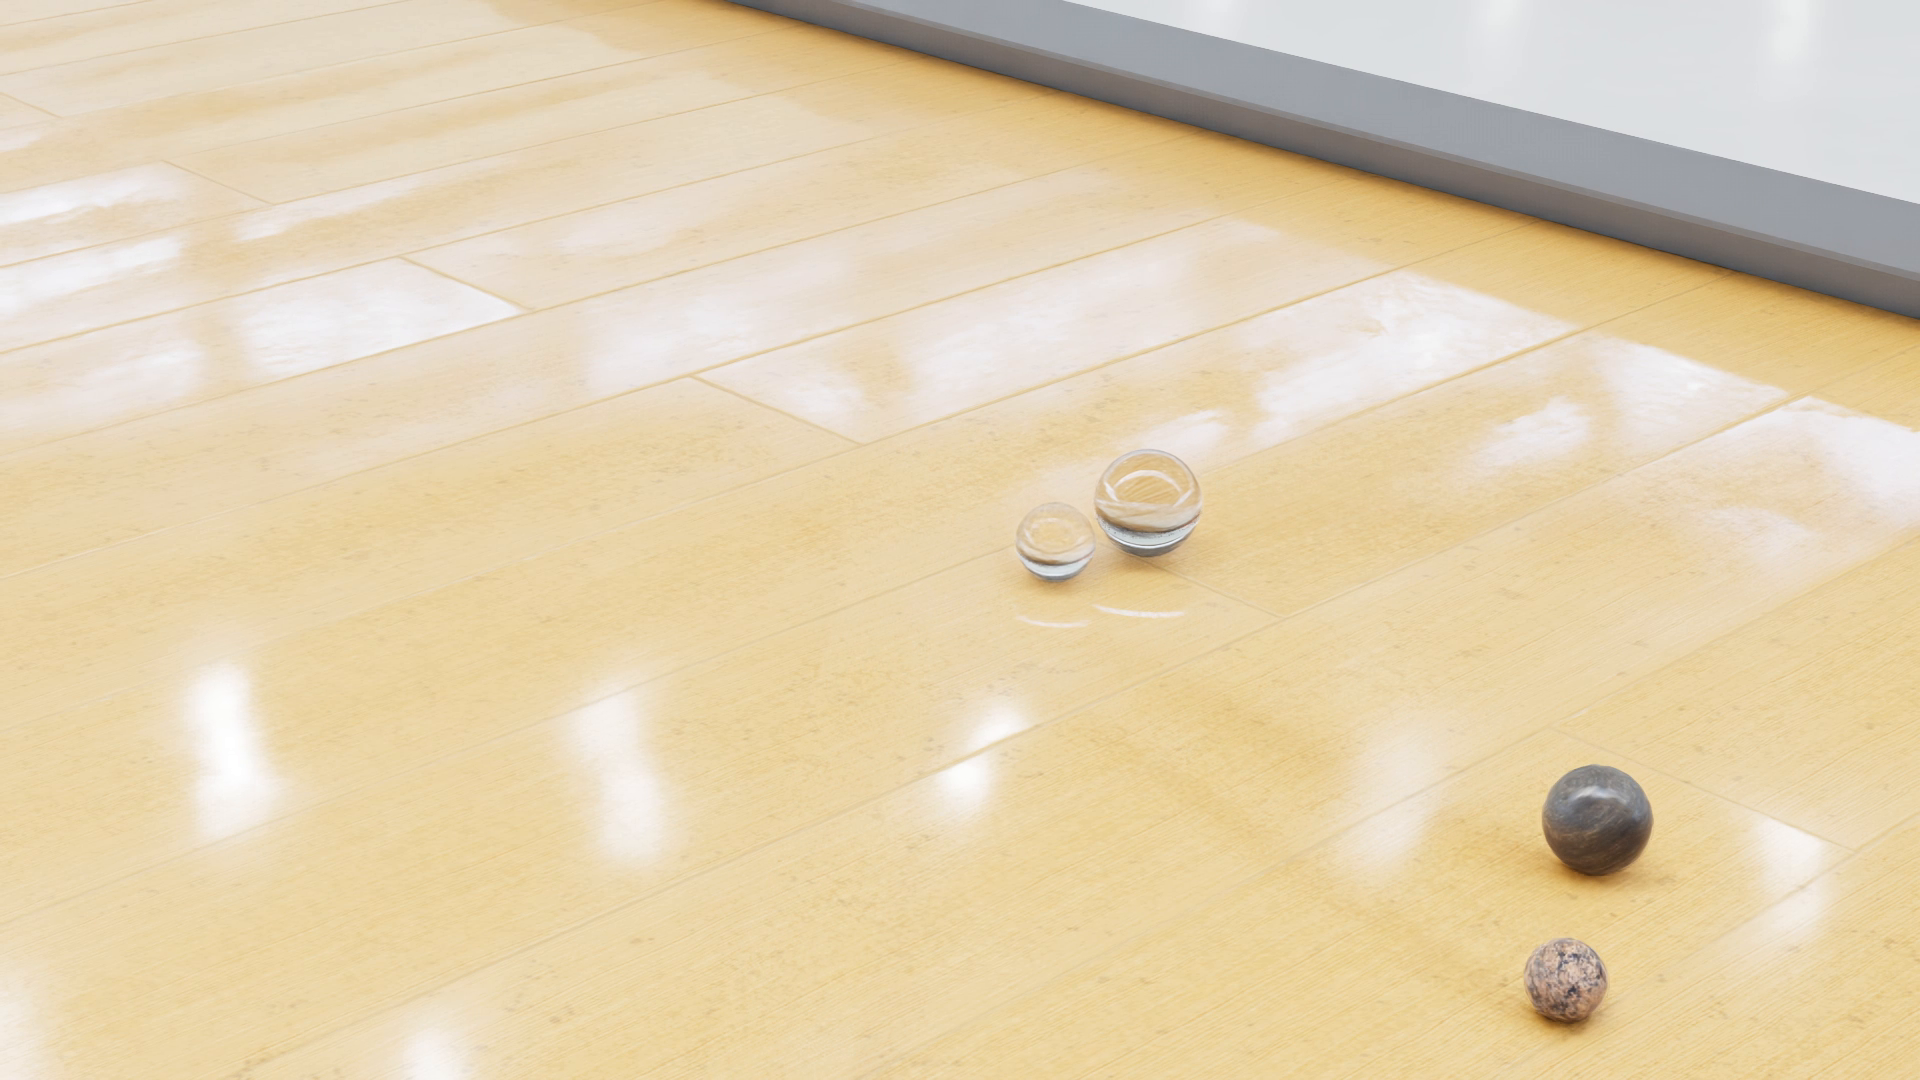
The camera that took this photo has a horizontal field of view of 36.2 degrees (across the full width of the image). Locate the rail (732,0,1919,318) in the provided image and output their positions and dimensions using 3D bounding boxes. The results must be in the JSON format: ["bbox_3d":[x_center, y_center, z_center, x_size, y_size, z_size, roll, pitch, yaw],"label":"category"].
[{"bbox_3d":[0.128,-0.615,3.700,0.045,0.114,4.029,-20,31,-39],"label":"rail"}]

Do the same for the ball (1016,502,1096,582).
[{"bbox_3d":[0.076,0.002,2.341,0.064,0.064,0.064,0,23,0],"label":"ball"}]

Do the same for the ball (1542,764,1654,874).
[{"bbox_3d":[0.415,0.182,1.915,0.071,0.071,0.071,0,23,0],"label":"ball"}]

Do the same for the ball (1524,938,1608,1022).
[{"bbox_3d":[0.362,0.262,1.757,0.050,0.050,0.050,0,23,0],"label":"ball"}]

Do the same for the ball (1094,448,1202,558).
[{"bbox_3d":[0.152,-0.030,2.384,0.088,0.088,0.088,0,23,0],"label":"ball"}]
